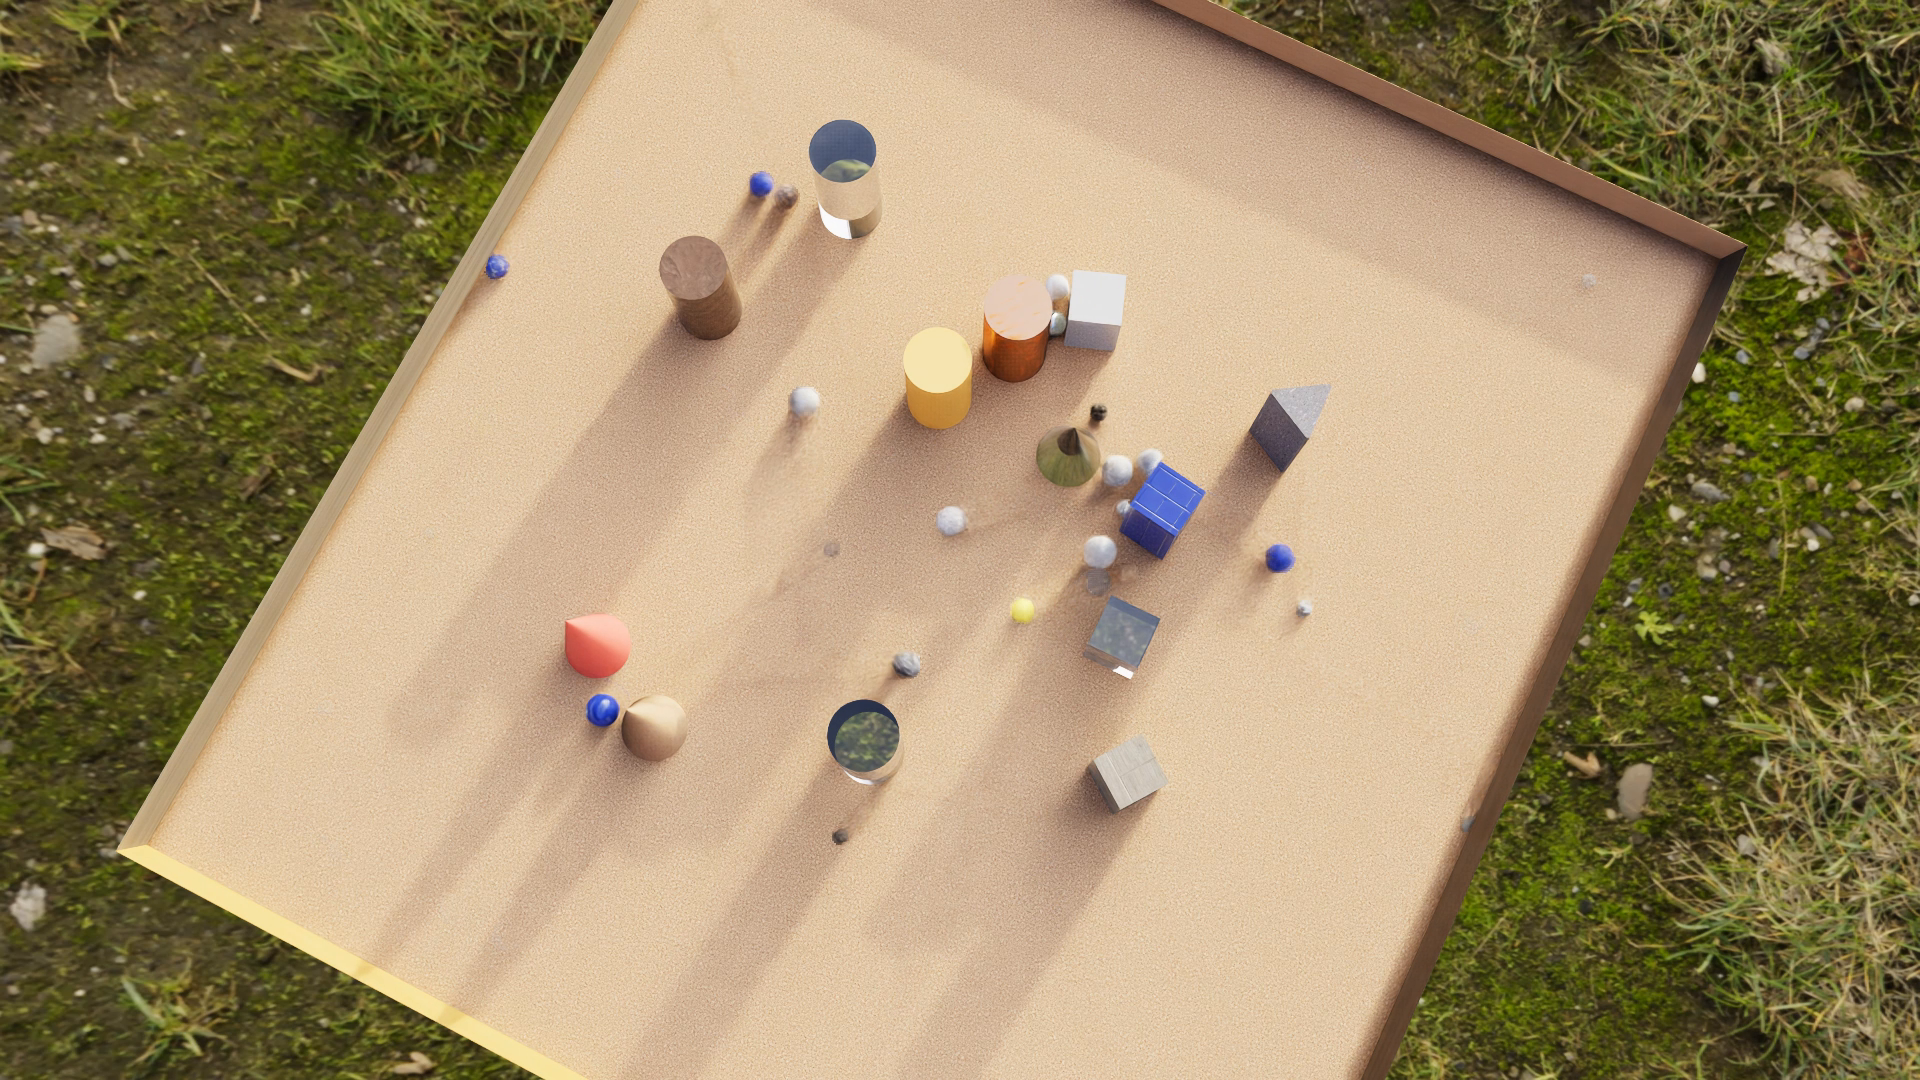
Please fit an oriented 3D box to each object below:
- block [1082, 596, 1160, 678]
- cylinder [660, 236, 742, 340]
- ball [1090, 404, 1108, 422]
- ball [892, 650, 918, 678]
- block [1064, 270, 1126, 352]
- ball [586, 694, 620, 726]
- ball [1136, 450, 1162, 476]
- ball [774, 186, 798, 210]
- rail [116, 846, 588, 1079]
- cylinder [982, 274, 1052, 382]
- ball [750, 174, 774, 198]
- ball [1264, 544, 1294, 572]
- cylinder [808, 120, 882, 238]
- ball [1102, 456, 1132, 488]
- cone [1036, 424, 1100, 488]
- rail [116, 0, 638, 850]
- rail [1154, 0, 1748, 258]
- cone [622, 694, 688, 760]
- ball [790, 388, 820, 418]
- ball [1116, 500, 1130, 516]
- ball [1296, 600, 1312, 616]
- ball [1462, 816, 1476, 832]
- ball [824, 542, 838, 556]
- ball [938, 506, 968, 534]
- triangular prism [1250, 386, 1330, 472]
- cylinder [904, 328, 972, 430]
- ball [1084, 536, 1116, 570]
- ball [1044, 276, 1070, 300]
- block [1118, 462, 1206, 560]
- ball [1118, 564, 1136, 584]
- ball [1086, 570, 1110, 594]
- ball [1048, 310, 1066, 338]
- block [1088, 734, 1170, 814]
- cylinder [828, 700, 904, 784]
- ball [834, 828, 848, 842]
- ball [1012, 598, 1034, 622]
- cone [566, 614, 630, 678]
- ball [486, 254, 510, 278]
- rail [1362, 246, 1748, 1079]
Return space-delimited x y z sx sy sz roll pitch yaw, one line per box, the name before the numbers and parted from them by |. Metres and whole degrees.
block | 0.477 0.290 5.431 0.160 0.246 0.160 25 79 5
cylinder | -0.785 -0.762 5.578 0.200 0.384 0.200 0 78 0
ball | 0.430 -0.393 5.670 0.055 0.055 0.055 0 78 0
ball | -0.163 0.373 5.499 0.079 0.079 0.079 0 78 0
block | 0.413 -0.703 5.633 0.160 0.253 0.160 6 78 1
ball | -1.064 0.507 5.461 0.100 0.100 0.100 0 78 0
ball | 0.582 -0.237 5.624 0.081 0.081 0.081 0 78 0
ball | -0.552 -1.086 5.804 0.075 0.075 0.075 0 78 0
rail | -0.848 1.668 5.204 3.542 0.130 0.045 26 80 5
cylinder | 0.169 -0.632 5.528 0.200 0.430 0.200 0 78 0
ball | -0.630 -1.126 5.811 0.075 0.075 0.075 0 78 0
ball | 0.969 0.052 5.563 0.085 0.085 0.085 0 78 0
cylinder | -0.345 -1.099 5.614 0.200 0.451 0.200 0 78 0
ball | 0.480 -0.209 5.611 0.096 0.096 0.096 0 78 0
cone | 0.336 -0.294 5.507 0.200 0.334 0.200 0 78 0
rail | -1.563 -0.758 5.706 0.045 0.130 3.840 26 80 5
rail | 0.848 -1.654 5.892 3.542 0.130 0.045 26 80 5
cone | -0.917 0.515 5.264 0.200 0.481 0.200 0 78 0
ball | -0.479 -0.425 5.658 0.091 0.091 0.091 0 78 0
ball | 0.504 -0.096 5.612 0.048 0.048 0.048 0 78 0
ball | 1.045 0.206 5.550 0.048 0.048 0.048 0 78 0
ball | 1.507 0.841 5.419 0.046 0.046 0.046 0 78 0
ball | -0.392 0.027 5.588 0.045 0.045 0.045 0 78 0
ball | -0.023 -0.060 5.584 0.089 0.089 0.089 0 78 0
triangular prism | 1.008 -0.361 5.478 0.150 0.418 0.173 -35 80 -7
cylinder | -0.065 -0.482 5.513 0.200 0.399 0.200 0 78 0
ball | 0.423 0.039 5.558 0.100 0.100 0.100 0 78 0
ball | 0.303 -0.790 5.740 0.079 0.079 0.079 0 78 0
block | 0.598 -0.083 5.451 0.160 0.358 0.160 35 80 7
ball | 0.507 0.101 5.566 0.059 0.059 0.059 0 78 0
ball | 0.417 0.127 5.551 0.077 0.077 0.077 0 78 0
ball | 0.288 -0.675 5.712 0.087 0.087 0.087 0 78 0
block | 0.486 0.684 5.336 0.160 0.272 0.160 -28 80 -5
cylinder | -0.265 0.584 5.253 0.200 0.475 0.200 0 78 0
ball | -0.351 0.873 5.415 0.042 0.042 0.042 0 78 0
ball | 0.191 0.212 5.537 0.071 0.071 0.071 0 78 0
cone | -1.096 0.272 5.320 0.200 0.470 0.200 0 78 0
ball | -1.452 -0.861 5.757 0.073 0.073 0.073 0 78 0
rail | 1.563 0.772 5.390 0.045 0.130 3.840 26 80 5
